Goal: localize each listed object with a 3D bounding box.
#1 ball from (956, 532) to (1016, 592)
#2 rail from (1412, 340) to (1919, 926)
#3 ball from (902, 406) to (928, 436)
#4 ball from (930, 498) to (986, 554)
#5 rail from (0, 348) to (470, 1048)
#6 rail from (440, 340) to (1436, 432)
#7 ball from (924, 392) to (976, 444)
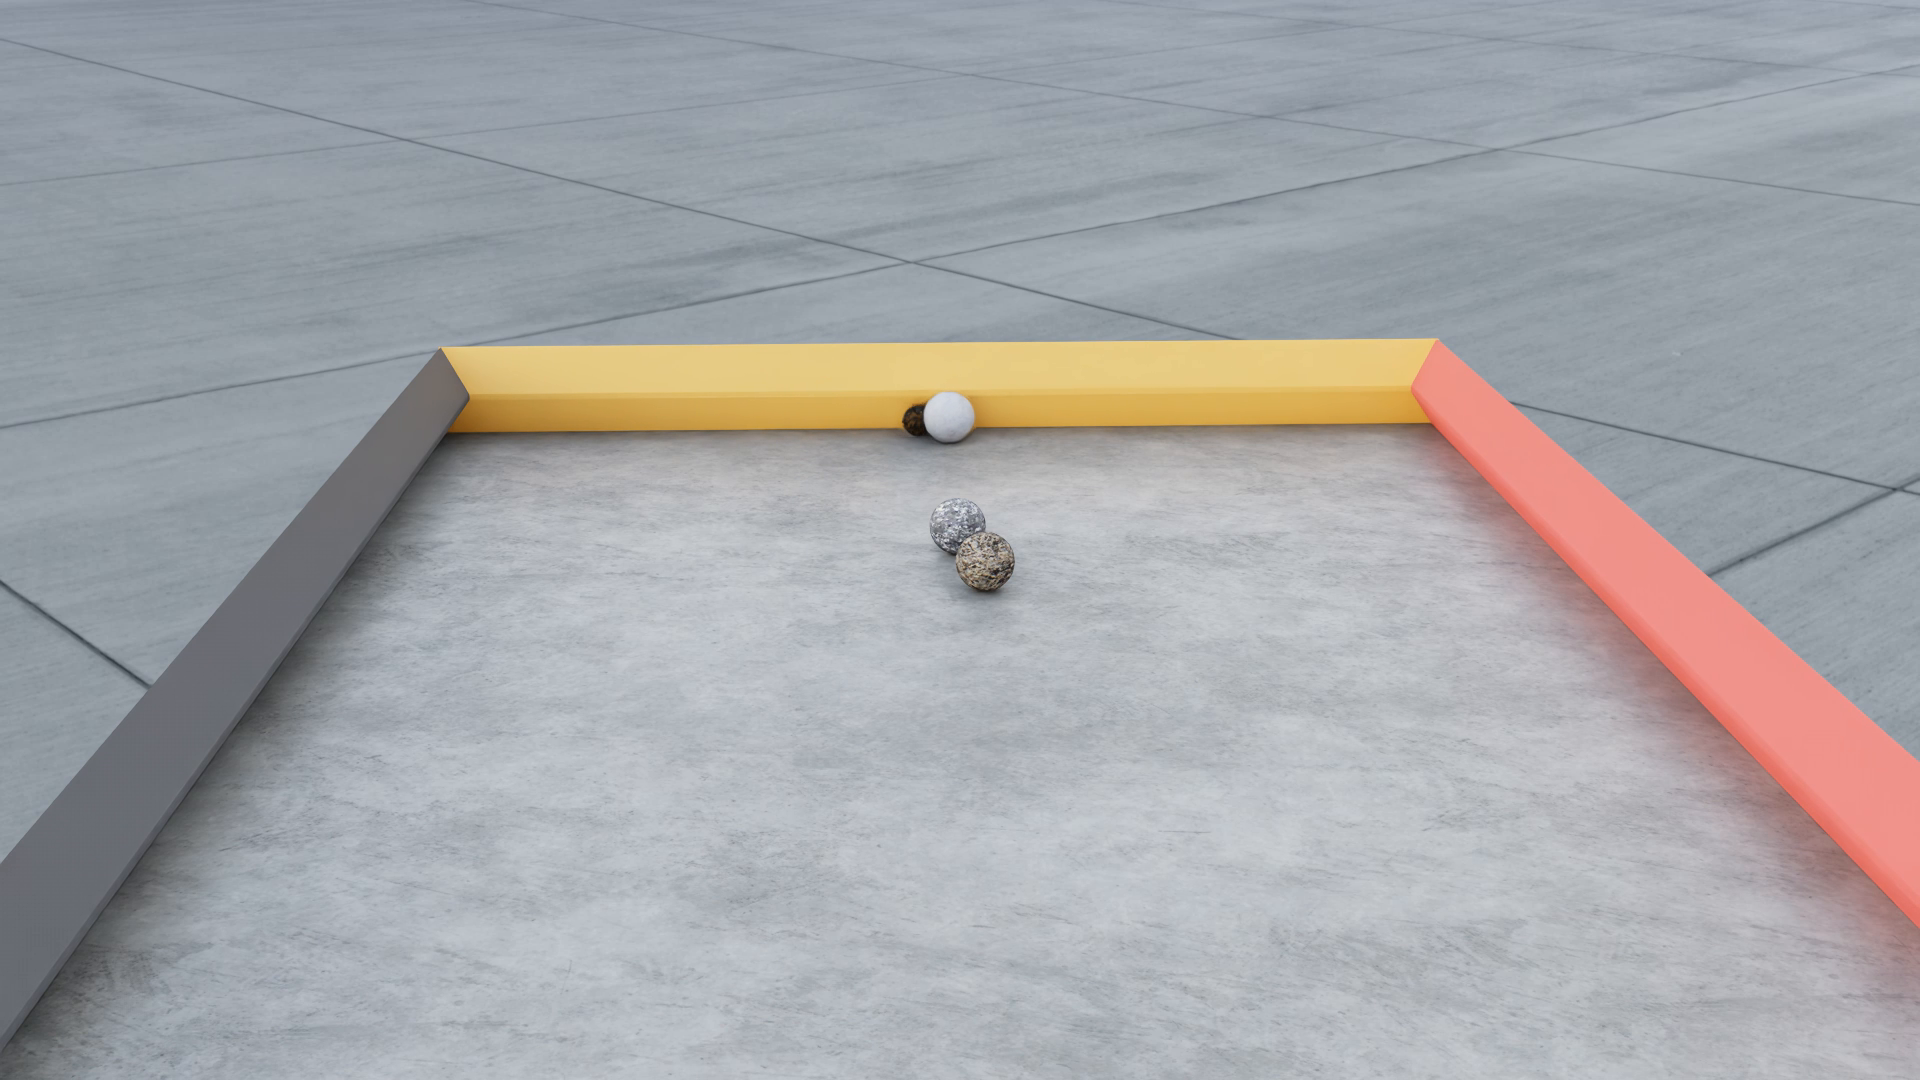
[{"bbox_3d":[0.028,0.024,2.436,0.066,0.066,0.066,0,18,0],"label":"ball"},{"bbox_3d":[0.702,0.153,1.936,0.045,0.121,2.512,-1,18,-2],"label":"rail"},{"bbox_3d":[-0.059,-0.167,3.074,0.043,0.043,0.043,0,18,0],"label":"ball"},{"bbox_3d":[-0.003,-0.016,2.562,0.066,0.066,0.066,0,18,0],"label":"ball"},{"bbox_3d":[-0.653,0.169,1.886,0.045,0.121,2.512,-1,18,-2],"label":"rail"},{"bbox_3d":[-0.023,-0.212,3.085,1.404,0.121,0.045,-1,18,-2],"label":"rail"},{"bbox_3d":[-0.015,-0.170,3.036,0.072,0.072,0.072,0,18,0],"label":"ball"}]
